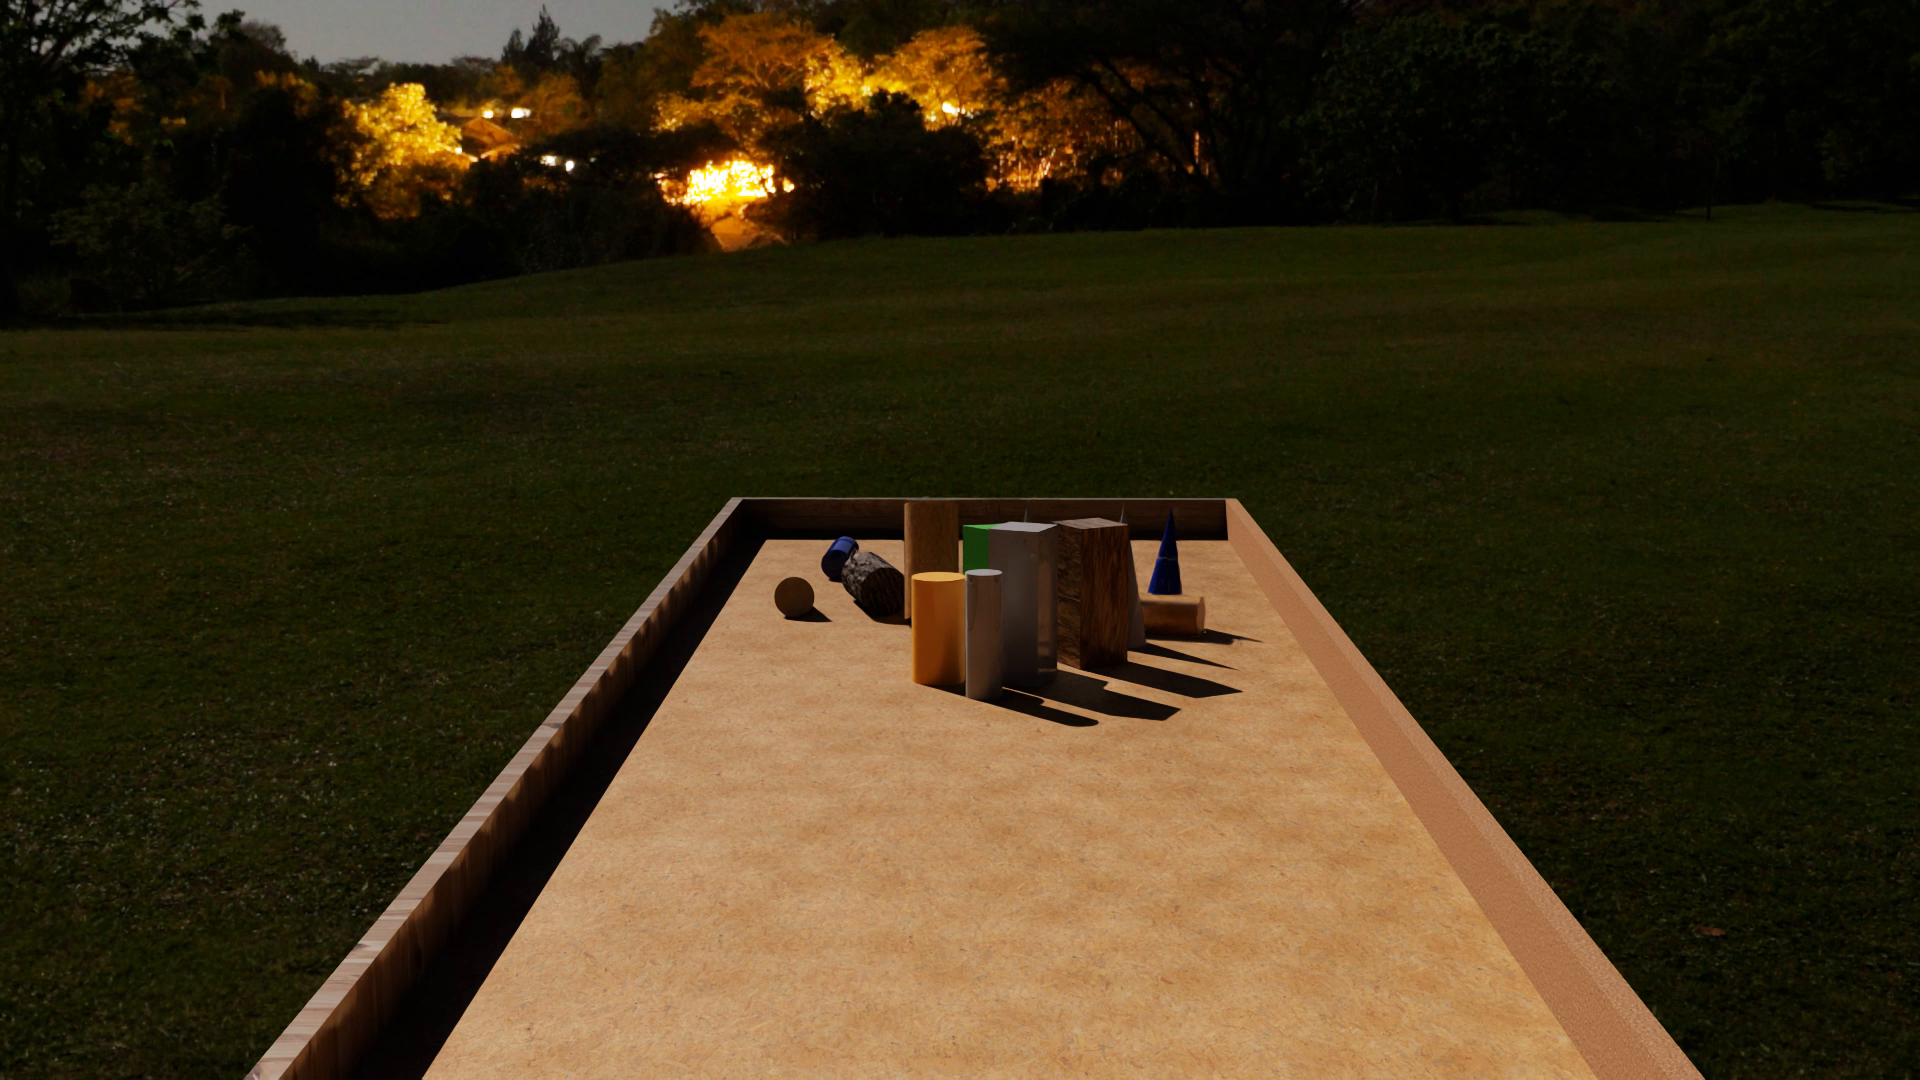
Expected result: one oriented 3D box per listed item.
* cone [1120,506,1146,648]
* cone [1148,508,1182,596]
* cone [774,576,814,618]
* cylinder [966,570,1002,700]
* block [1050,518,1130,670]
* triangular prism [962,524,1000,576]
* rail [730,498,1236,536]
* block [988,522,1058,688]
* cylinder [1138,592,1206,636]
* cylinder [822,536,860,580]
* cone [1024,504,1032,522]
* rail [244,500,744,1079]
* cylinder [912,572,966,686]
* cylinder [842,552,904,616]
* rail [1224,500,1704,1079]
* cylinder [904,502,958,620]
[{"bbox_3d":[0.513,0.102,6.908,0.154,0.455,0.154,0,9,0],"label":"cone"},{"bbox_3d":[0.682,0.078,7.235,0.152,0.384,0.152,4,2,0],"label":"cone"},{"bbox_3d":[-0.554,0.197,7.554,0.135,0.135,0.352,0,-2,0],"label":"cone"},{"bbox_3d":[0.067,0.266,6.197,0.104,0.355,0.104,0,9,0],"label":"cylinder"},{"bbox_3d":[0.390,0.160,6.644,0.170,0.425,0.170,-5,10,-29],"label":"block"},{"bbox_3d":[0.096,0.160,6.692,0.115,0.410,0.133,-9,13,-44],"label":"triangular prism"},{"bbox_3d":[0.099,-0.098,9.147,2.100,0.150,0.050,0,9,1],"label":"rail"},{"bbox_3d":[0.184,0.186,6.389,0.154,0.454,0.154,4,10,24],"label":"block"},{"bbox_3d":[0.615,0.236,7.113,0.335,0.127,0.127,3,9,18],"label":"cylinder"},{"bbox_3d":[-0.448,0.065,8.249,0.109,0.109,0.324,0,9,3],"label":"cylinder"},{"bbox_3d":[0.214,0.096,6.943,0.157,0.457,0.157,0,9,0],"label":"cone"},{"bbox_3d":[-1.004,0.839,3.234,0.050,0.150,12.000,0,9,1],"label":"rail"},{"bbox_3d":[-0.063,0.258,6.404,0.156,0.307,0.156,0,9,0],"label":"cylinder"},{"bbox_3d":[-0.291,0.149,7.531,0.168,0.168,0.335,-2,9,-14],"label":"cylinder"},{"bbox_3d":[1.046,0.843,3.208,0.050,0.150,12.000,0,9,1],"label":"rail"},{"bbox_3d":[-0.094,0.071,7.239,0.180,0.380,0.180,0,-6,0],"label":"cylinder"}]
